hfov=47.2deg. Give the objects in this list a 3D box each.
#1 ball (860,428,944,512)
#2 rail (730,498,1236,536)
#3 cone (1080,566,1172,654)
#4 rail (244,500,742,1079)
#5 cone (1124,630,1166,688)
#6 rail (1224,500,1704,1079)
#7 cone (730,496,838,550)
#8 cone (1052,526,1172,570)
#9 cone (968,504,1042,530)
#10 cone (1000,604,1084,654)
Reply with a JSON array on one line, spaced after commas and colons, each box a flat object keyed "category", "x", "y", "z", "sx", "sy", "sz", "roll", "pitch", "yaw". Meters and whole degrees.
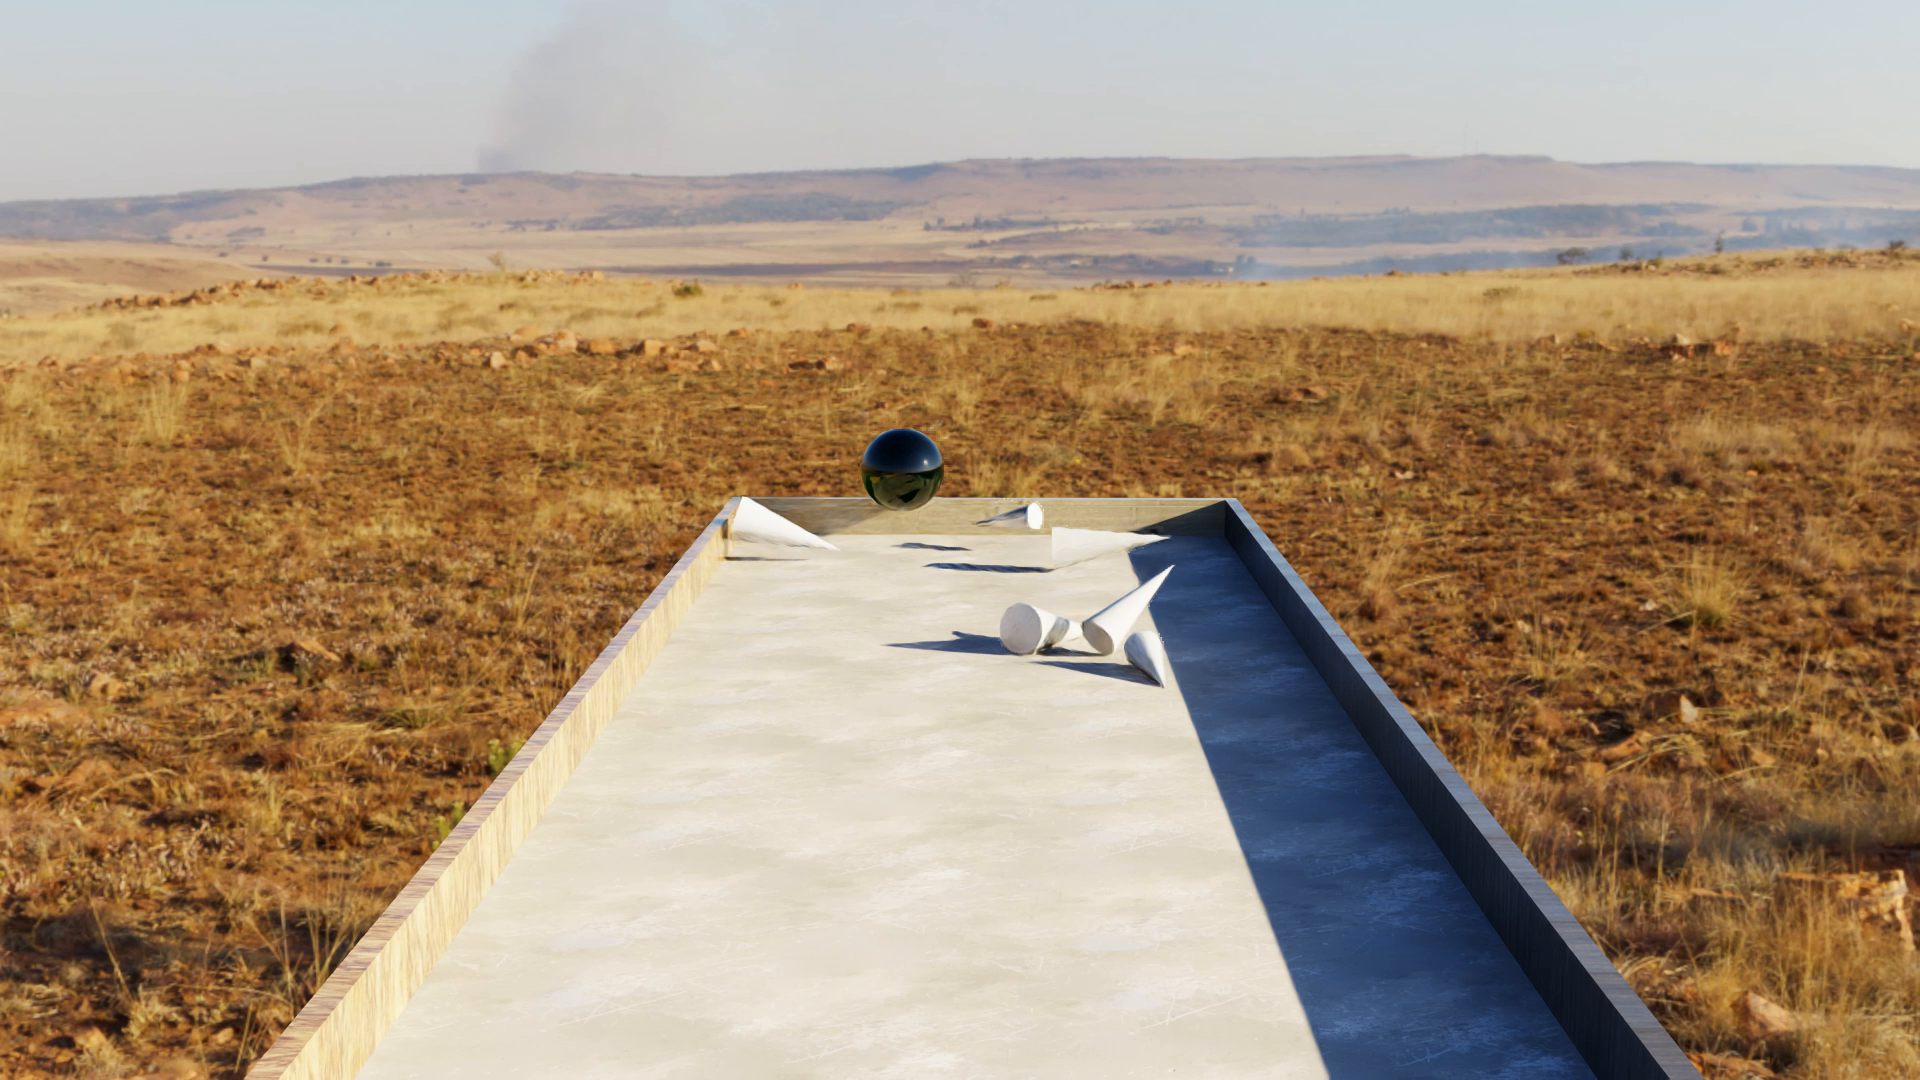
[{"category": "ball", "x": -0.236, "y": -0.287, "z": 8.989, "sx": 0.342, "sy": 0.342, "sz": 0.342, "roll": 0, "pitch": 9, "yaw": 0}, {"category": "rail", "x": 0.099, "y": -0.098, "z": 9.147, "sx": 2.100, "sy": 0.150, "sz": 0.050, "roll": 0, "pitch": 9, "yaw": 1}, {"category": "cone", "x": 0.549, "y": 0.189, "z": 6.842, "sx": 0.384, "sy": 0.133, "sz": 0.133, "roll": -41, "pitch": 31, "yaw": -29}, {"category": "rail", "x": -1.004, "y": 0.839, "z": 3.234, "sx": 0.050, "sy": 0.150, "sz": 12.000, "roll": 0, "pitch": 9, "yaw": 1}, {"category": "cone", "x": 0.568, "y": 0.376, "z": 6.453, "sx": 0.117, "sy": 0.117, "sz": 0.300, "roll": -1, "pitch": 20, "yaw": -8}, {"category": "rail", "x": 1.046, "y": 0.843, "z": 3.208, "sx": 0.050, "sy": 0.150, "sz": 12.000, "roll": 0, "pitch": 9, "yaw": 1}, {"category": "cone", "x": -0.656, "y": -0.021, "z": 8.479, "sx": 0.425, "sy": 0.179, "sz": 0.179, "roll": 17, "pitch": 9, "yaw": 0}, {"category": "cone", "x": 0.573, "y": 0.010, "z": 8.221, "sx": 0.444, "sy": 0.164, "sz": 0.164, "roll": -6, "pitch": 8, "yaw": 9}, {"category": "cone", "x": 0.163, "y": -0.076, "z": 8.773, "sx": 0.324, "sy": 0.106, "sz": 0.106, "roll": -7, "pitch": 3, "yaw": 35}, {"category": "cone", "x": 0.318, "y": 0.285, "z": 6.960, "sx": 0.159, "sy": 0.159, "sz": 0.457, "roll": 6, "pitch": 1, "yaw": 35}]
